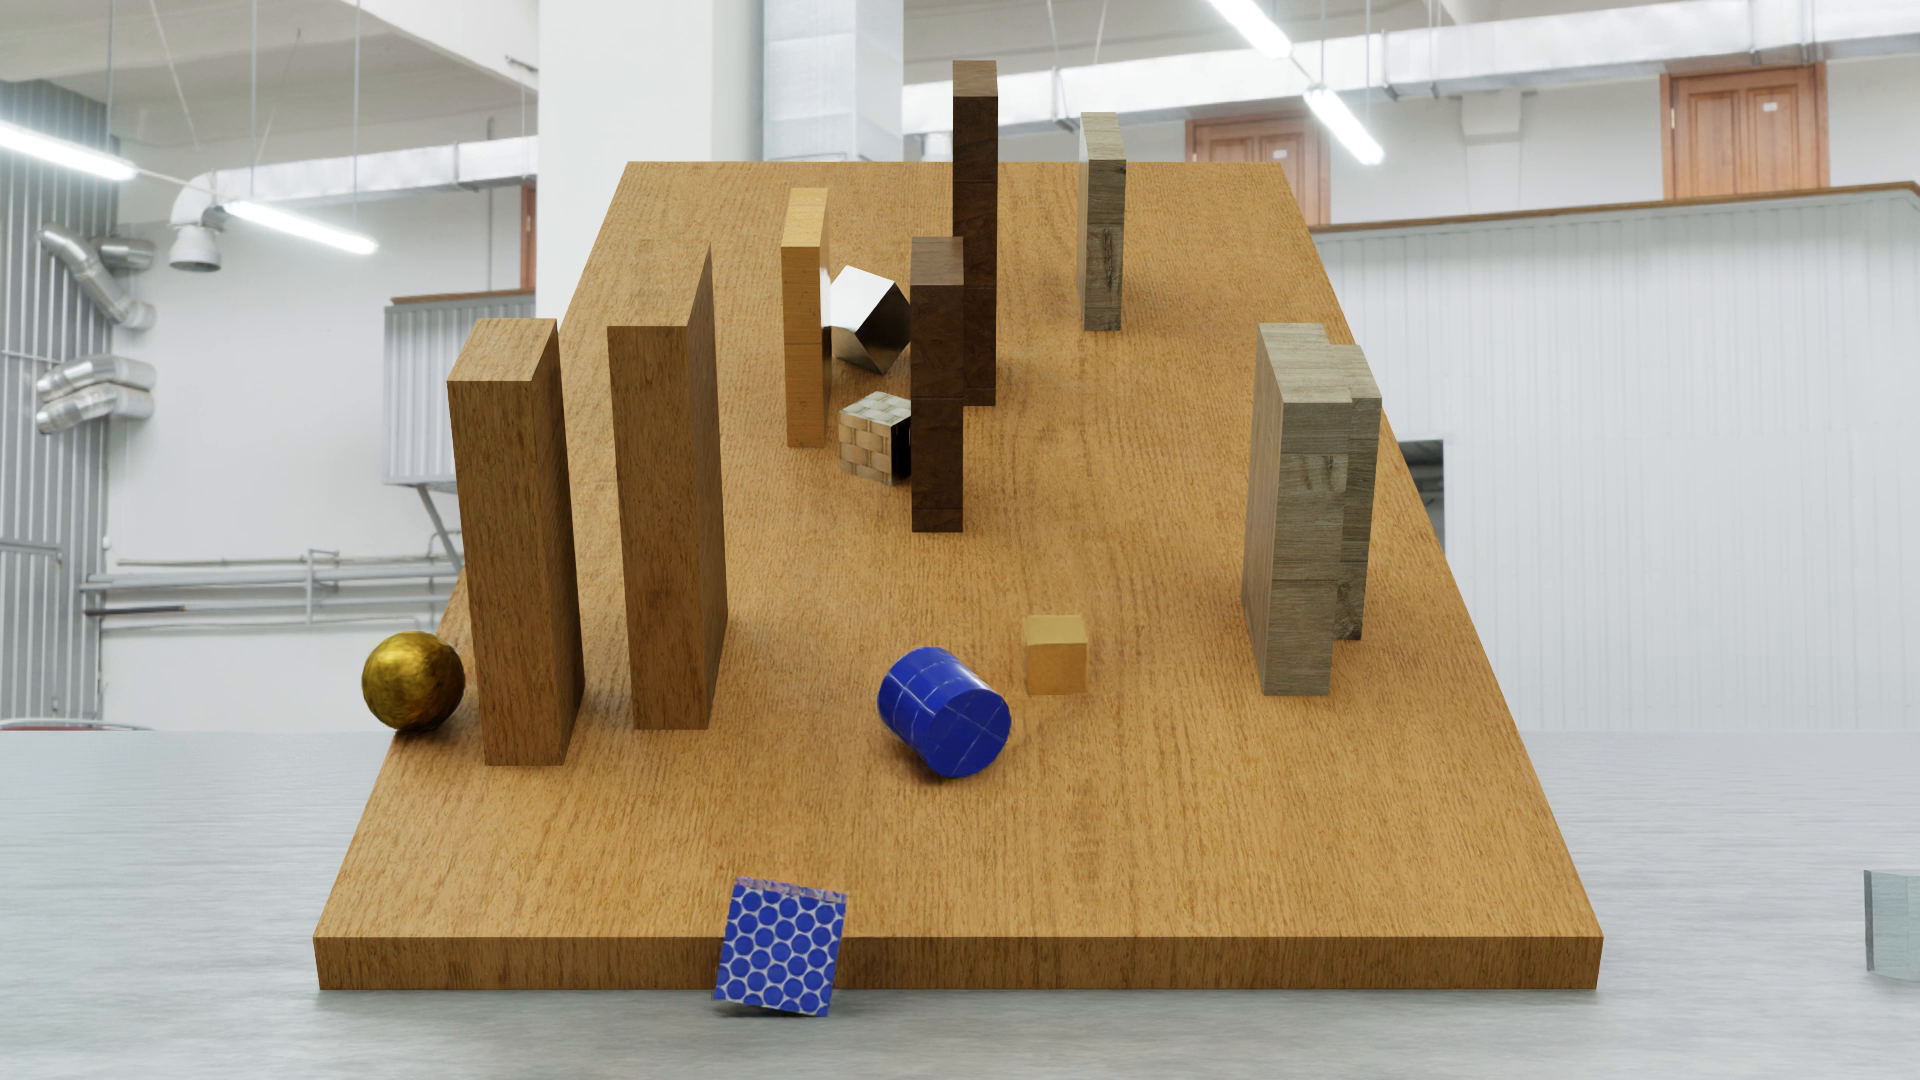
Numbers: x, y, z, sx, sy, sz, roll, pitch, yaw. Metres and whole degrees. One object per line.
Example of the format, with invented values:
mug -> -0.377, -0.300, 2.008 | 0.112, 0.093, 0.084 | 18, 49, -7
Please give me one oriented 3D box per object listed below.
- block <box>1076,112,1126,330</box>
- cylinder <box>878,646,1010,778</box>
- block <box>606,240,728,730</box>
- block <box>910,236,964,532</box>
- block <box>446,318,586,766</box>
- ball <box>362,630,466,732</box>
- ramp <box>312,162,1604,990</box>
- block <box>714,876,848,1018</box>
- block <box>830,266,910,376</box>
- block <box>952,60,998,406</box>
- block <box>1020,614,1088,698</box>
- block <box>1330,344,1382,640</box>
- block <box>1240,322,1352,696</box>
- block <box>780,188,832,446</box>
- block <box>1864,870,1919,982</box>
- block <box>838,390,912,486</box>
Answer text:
block -> 0.359, -0.821, 6.053 | 0.092, 0.447, 0.415 | 0, 26, 0
cylinder -> -0.028, 0.298, 4.102 | 0.170, 0.170, 0.170 | 3, 21, -33
block -> -0.515, -0.102, 4.233 | 0.132, 0.769, 0.431 | 0, 26, 0
block -> -0.047, -0.326, 4.939 | 0.107, 0.547, 0.294 | 0, 26, 0
block -> -0.756, 0.007, 4.065 | 0.135, 0.722, 0.279 | 0, 26, 0
ball -> -0.968, 0.251, 4.182 | 0.180, 0.180, 0.180 | 0, -4, 0
ramp -> -0.010, -0.228, 5.470 | 2.000, 0.100, 4.000 | 0, 26, 0
block -> -0.257, 0.588, 3.427 | 0.162, 0.162, 0.162 | 10, -4, -1
block -> -0.229, -0.531, 5.708 | 0.165, 0.165, 0.165 | 23, -20, 38
block -> 0.033, -0.713, 5.503 | 0.101, 0.741, 0.305 | 0, 26, 0
block -> 0.173, 0.212, 4.345 | 0.109, 0.109, 0.109 | -2, 26, -4
block -> 0.722, -0.092, 4.519 | 0.089, 0.502, 0.261 | 0, 26, 0
block -> 0.616, -0.060, 4.365 | 0.119, 0.582, 0.380 | 0, 26, 0
block -> -0.347, -0.513, 5.395 | 0.083, 0.475, 0.407 | 0, 26, 0
block -> 1.613, 0.635, 3.898 | 0.169, 0.169, 0.169 | 0, -4, -2
block -> -0.166, -0.224, 5.188 | 0.142, 0.142, 0.142 | 17, 31, 31
